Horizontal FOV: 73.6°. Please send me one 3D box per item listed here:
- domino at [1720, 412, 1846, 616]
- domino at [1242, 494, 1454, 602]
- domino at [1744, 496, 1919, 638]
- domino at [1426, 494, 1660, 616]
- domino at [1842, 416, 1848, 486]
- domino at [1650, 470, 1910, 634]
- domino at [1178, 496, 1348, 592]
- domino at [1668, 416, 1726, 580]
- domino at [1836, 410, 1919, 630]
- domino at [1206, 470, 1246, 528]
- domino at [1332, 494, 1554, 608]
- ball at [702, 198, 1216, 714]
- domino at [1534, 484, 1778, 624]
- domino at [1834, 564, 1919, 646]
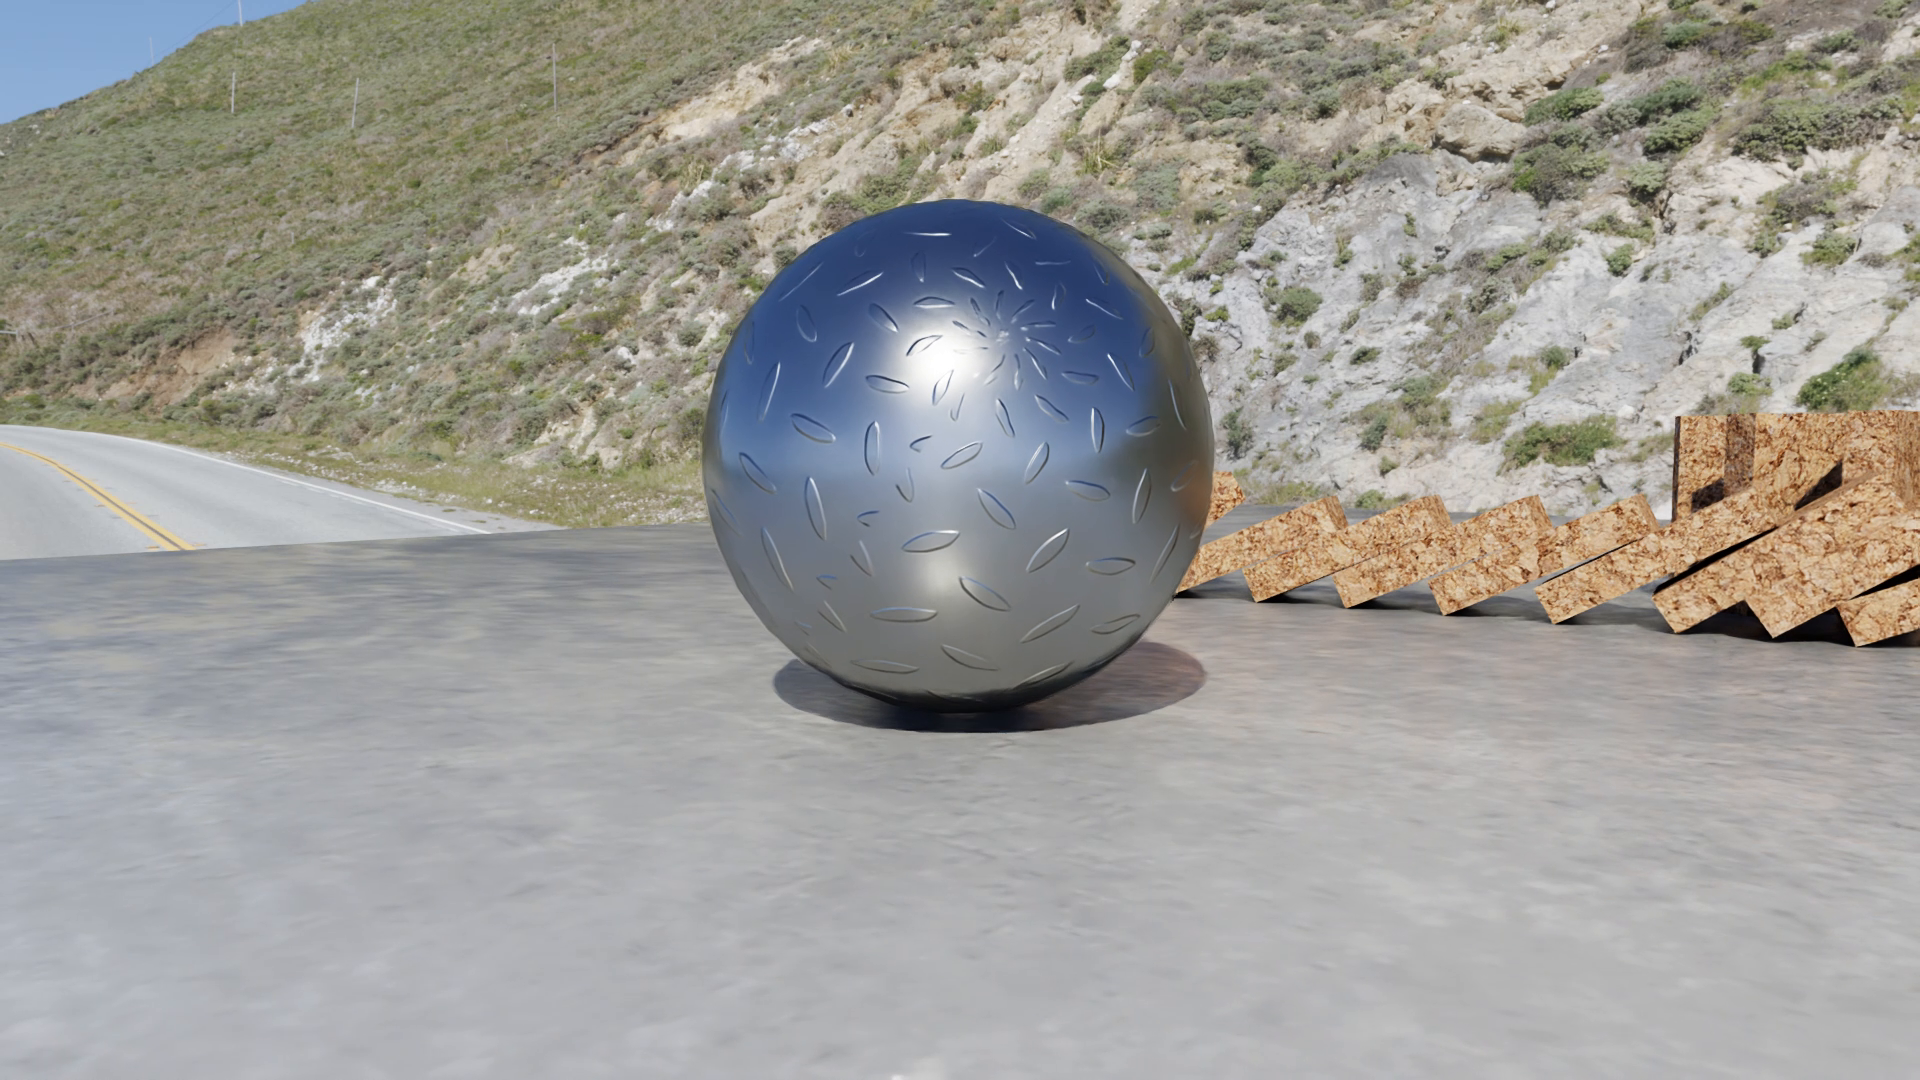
[{"bbox_3d":[0.206,-0.007,0.322,0.025,0.050,0.009,-1,4,-10],"label":"domino"},{"bbox_3d":[0.104,0.002,0.343,0.050,0.009,0.025,-25,-9,29],"label":"domino"},{"bbox_3d":[0.196,0.003,0.275,0.050,0.009,0.025,-37,-15,26],"label":"domino"},{"bbox_3d":[0.144,0.004,0.316,0.050,0.009,0.025,-28,-11,31],"label":"domino"},{"bbox_3d":[0.248,-0.010,0.372,0.010,0.050,0.025,-1,4,-12],"label":"domino"},{"bbox_3d":[0.182,0.003,0.286,0.050,0.010,0.025,-38,-15,29],"label":"domino"},{"bbox_3d":[0.080,0.002,0.356,0.050,0.009,0.025,-23,-6,24],"label":"domino"},{"bbox_3d":[0.207,-0.008,0.346,0.025,0.050,0.009,2,5,21],"label":"domino"},{"bbox_3d":[0.215,-0.005,0.299,0.025,0.050,0.010,-4,6,-42],"label":"domino"},{"bbox_3d":[0.055,-0.003,0.371,0.050,0.010,0.025,-34,12,-11],"label":"domino"},{"bbox_3d":[0.124,0.003,0.330,0.050,0.009,0.025,-26,-10,31],"label":"domino"},{"bbox_3d":[0.000,-0.013,0.204,0.080,0.080,0.080,0,4,0],"label":"ball"},{"bbox_3d":[0.163,0.003,0.301,0.050,0.010,0.025,-32,-13,30],"label":"domino"},{"bbox_3d":[0.212,0.008,0.268,0.050,0.010,0.025,-26,-9,29],"label":"domino"}]
